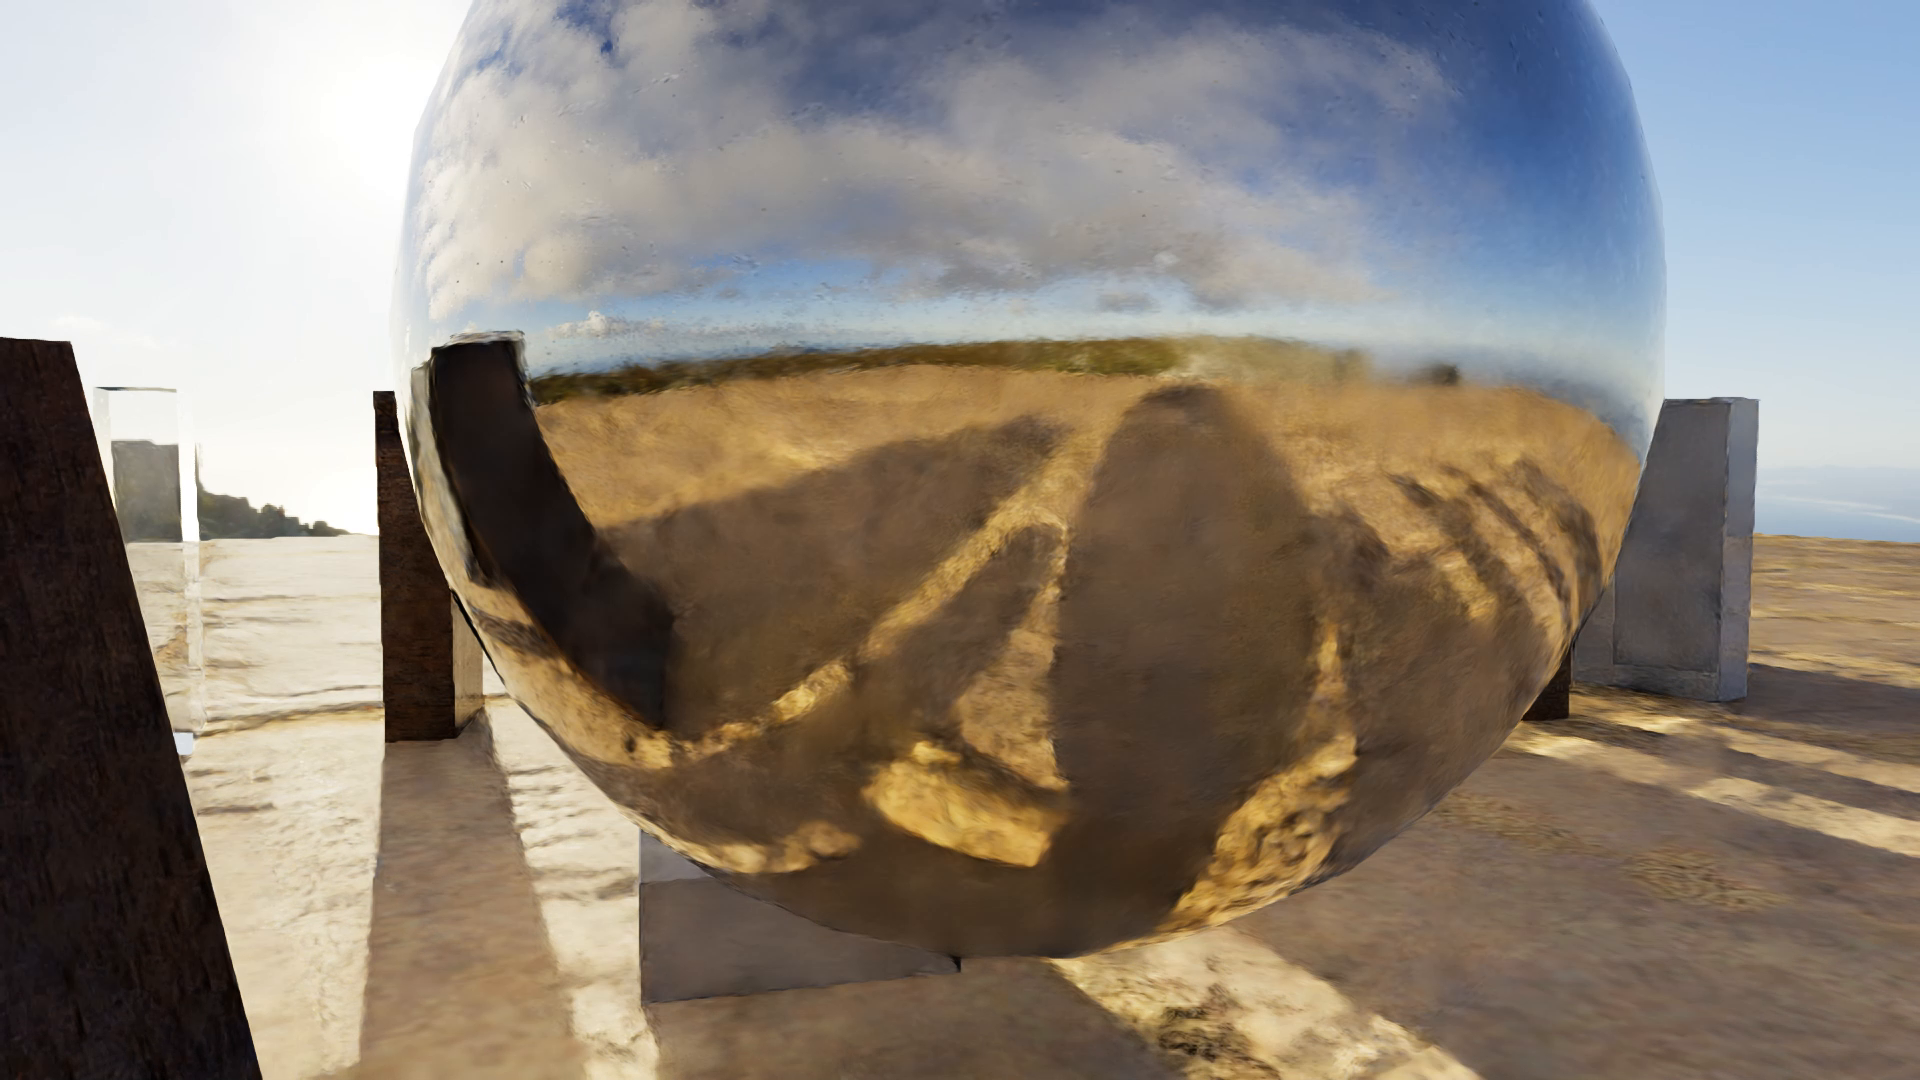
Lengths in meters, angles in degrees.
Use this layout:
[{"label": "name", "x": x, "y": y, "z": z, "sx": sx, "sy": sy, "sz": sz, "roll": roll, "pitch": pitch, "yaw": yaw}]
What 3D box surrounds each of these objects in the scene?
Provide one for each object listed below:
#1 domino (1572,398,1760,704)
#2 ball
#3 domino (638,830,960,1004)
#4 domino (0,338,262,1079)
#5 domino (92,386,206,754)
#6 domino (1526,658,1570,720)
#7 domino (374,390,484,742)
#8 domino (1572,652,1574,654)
[{"label": "domino", "x": 0.121, "y": 0.001, "z": 0.222, "sx": 0.010, "sy": 0.050, "sz": 0.025, "roll": -3, "pitch": 5, "yaw": -34}, {"label": "ball", "x": 0.004, "y": -0.013, "z": 0.089, "sx": 0.080, "sy": 0.080, "sz": 0.080, "roll": 0, "pitch": 4, "yaw": 0}, {"label": "domino", "x": -0.018, "y": 0.029, "z": 0.124, "sx": 0.025, "sy": 0.010, "sz": 0.050, "roll": -1, "pitch": 4, "yaw": -14}, {"label": "domino", "x": -0.058, "y": 0.013, "z": 0.068, "sx": 0.010, "sy": 0.050, "sz": 0.025, "roll": -29, "pitch": -14, "yaw": 33}, {"label": "domino", "x": -0.115, "y": 0.004, "z": 0.184, "sx": 0.010, "sy": 0.050, "sz": 0.025, "roll": -2, "pitch": 5, "yaw": -27}, {"label": "domino", "x": 0.087, "y": 0.002, "z": 0.208, "sx": 0.010, "sy": 0.050, "sz": 0.025, "roll": -1, "pitch": 4, "yaw": -14}, {"label": "domino", "x": -0.080, "y": 0.003, "z": 0.194, "sx": 0.010, "sy": 0.050, "sz": 0.025, "roll": -1, "pitch": 4, "yaw": -11}, {"label": "domino", "x": 0.137, "y": -0.001, "z": 0.253, "sx": 0.025, "sy": 0.050, "sz": 0.009, "roll": 0, "pitch": 4, "yaw": -4}]
